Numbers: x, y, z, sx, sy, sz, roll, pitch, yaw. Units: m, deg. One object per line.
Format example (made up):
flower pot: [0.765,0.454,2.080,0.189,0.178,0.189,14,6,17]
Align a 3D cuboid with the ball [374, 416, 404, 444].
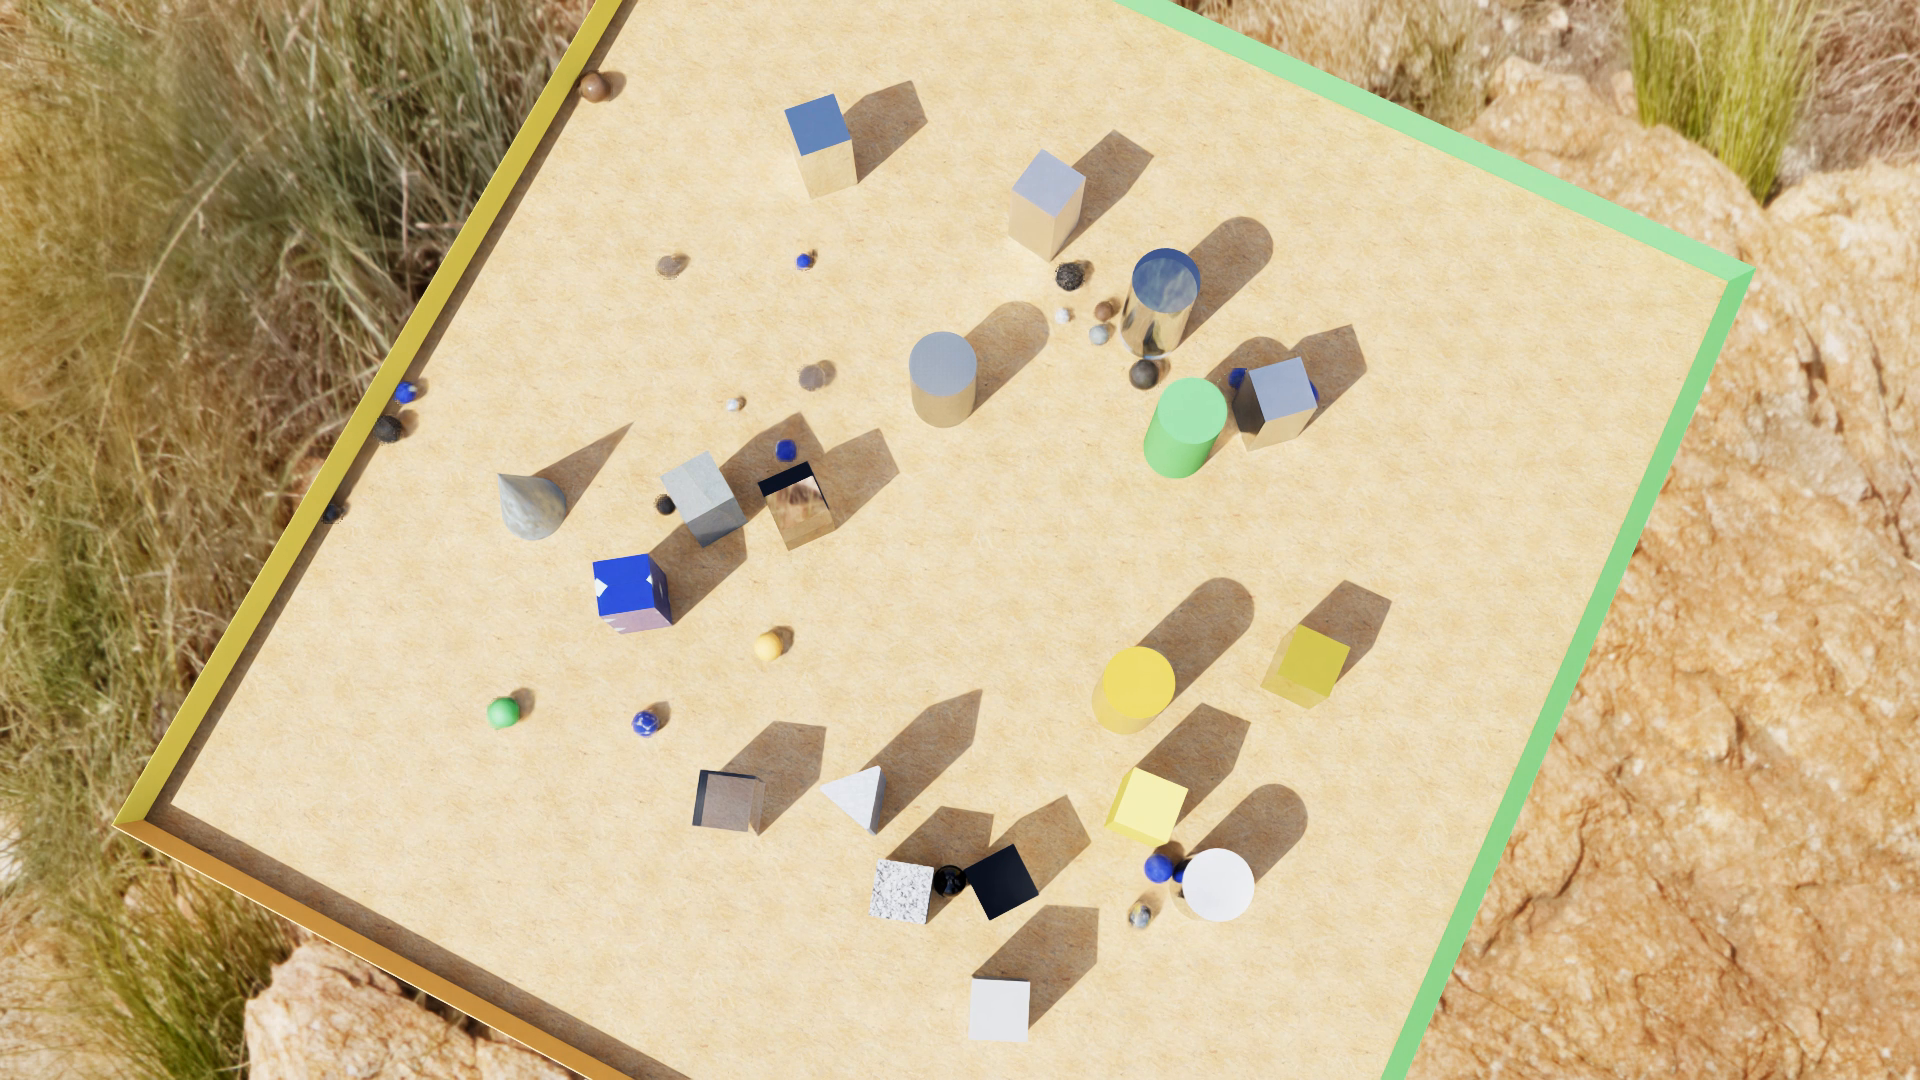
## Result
ball: [-1.757,-0.339,5.643,0.086,0.086,0.086,0,78,0]

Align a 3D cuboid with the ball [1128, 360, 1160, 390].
ball: [0.570,-0.510,5.673,0.097,0.097,0.097,0,78,0]

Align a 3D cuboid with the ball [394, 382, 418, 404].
ball: [-1.717,-0.457,5.676,0.068,0.068,0.068,0,78,0]

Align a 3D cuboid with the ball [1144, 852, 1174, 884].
ball: [0.583,0.961,5.373,0.088,0.088,0.088,0,78,0]

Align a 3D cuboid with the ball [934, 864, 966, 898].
ball: [-0.030,0.999,5.361,0.096,0.096,0.096,0,78,0]

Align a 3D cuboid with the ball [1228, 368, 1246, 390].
ball: [0.863,-0.500,5.688,0.063,0.063,0.063,0,78,0]

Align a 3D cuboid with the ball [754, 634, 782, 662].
ball: [-0.577,0.322,5.507,0.085,0.085,0.085,0,78,0]

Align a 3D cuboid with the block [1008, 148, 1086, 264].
block: [0.263,-1.023,5.635,0.160,0.380,0.160,35,80,7]

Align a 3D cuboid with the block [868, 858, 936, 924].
block: [-0.165,1.013,5.271,0.160,0.266,0.160,9,78,2]

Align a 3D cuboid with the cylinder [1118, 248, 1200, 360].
cylinder: [0.598,-0.707,5.534,0.200,0.449,0.200,0,78,0]

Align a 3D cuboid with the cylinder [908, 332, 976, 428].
cylinder: [-0.050,-0.480,5.537,0.200,0.351,0.200,0,78,0]

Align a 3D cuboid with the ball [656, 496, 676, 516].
ball: [-0.899,-0.106,5.606,0.063,0.063,0.063,0,78,0]

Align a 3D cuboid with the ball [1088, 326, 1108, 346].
ball: [0.432,-0.639,5.717,0.062,0.062,0.062,0,78,0]

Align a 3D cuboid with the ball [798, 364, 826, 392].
ball: [-0.459,-0.501,5.678,0.083,0.083,0.083,0,78,0]

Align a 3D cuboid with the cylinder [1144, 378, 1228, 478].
cylinder: [0.667,-0.329,5.468,0.200,0.424,0.200,0,78,0]

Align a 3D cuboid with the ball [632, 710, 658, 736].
ball: [-0.939,0.547,5.463,0.079,0.079,0.079,0,78,0]

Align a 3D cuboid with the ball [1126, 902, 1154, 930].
ball: [0.525,1.097,5.349,0.078,0.078,0.078,0,78,0]

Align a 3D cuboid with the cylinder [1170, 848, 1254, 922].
cylinder: [0.716,0.990,5.242,0.200,0.332,0.200,0,78,0]

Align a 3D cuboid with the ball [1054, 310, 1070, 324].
ball: [0.321,-0.699,5.738,0.046,0.046,0.046,0,78,0]

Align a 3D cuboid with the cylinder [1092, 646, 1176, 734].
cylinder: [0.495,0.440,5.292,0.200,0.458,0.200,0,78,0]

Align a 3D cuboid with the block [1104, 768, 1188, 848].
block: [0.530,0.773,5.270,0.160,0.365,0.160,22,79,4]

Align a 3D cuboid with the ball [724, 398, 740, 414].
ball: [-0.706,-0.415,5.679,0.046,0.046,0.046,0,78,0]

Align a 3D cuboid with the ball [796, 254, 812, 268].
ball: [-0.492,-0.879,5.775,0.047,0.047,0.047,0,78,0]

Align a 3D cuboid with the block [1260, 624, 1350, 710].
block: [1.011,0.376,5.383,0.160,0.305,0.160,25,79,5]

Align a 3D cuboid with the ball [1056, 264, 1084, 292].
ball: [0.343,-0.823,5.742,0.088,0.088,0.088,0,78,0]

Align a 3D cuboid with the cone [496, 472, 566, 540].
cone: [-1.310,-0.143,5.410,0.200,0.462,0.200,0,78,0]

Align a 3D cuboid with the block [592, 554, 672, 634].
block: [-0.963,0.162,5.410,0.160,0.340,0.160,-9,78,-2]

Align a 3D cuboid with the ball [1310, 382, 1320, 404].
ball: [1.058,-0.441,5.657,0.100,0.100,0.100,0,78,0]

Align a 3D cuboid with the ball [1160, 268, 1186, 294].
ball: [0.669,-0.811,5.742,0.083,0.083,0.083,0,78,0]

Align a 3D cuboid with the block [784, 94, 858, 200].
block: [-0.429,-1.218,5.694,0.160,0.343,0.160,-20,79,-4]

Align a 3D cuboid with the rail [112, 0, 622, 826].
rail: [-1.606,-0.780,5.711,0.045,0.130,3.725,26,80,5]

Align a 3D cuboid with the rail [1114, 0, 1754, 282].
rail: [0.822,-1.603,5.881,3.639,0.130,0.045,26,80,5]

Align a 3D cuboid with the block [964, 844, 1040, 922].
block: [0.117,0.989,5.283,0.160,0.253,0.160,-27,80,-5]

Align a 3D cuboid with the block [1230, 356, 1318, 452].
block: [0.942,-0.404,5.518,0.160,0.358,0.160,-16,79,-3]

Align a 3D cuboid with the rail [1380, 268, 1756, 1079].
rail: [1.606,0.793,5.385,0.045,0.130,3.725,26,80,5]

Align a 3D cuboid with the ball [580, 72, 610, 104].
ball: [-1.167,-1.448,5.867,0.098,0.098,0.098,0,78,0]

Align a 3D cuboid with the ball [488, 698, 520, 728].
ball: [-1.359,0.515,5.463,0.092,0.092,0.092,0,78,0]

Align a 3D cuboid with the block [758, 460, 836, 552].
block: [-0.485,-0.099,5.486,0.160,0.296,0.160,-24,79,-5]

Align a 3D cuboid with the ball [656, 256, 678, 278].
ball: [-0.919,-0.860,5.760,0.068,0.068,0.068,0,78,0]

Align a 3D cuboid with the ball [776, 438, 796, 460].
ball: [-0.536,-0.279,5.640,0.067,0.067,0.067,0,78,0]

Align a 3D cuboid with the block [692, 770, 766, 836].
block: [-0.668,0.765,5.319,0.160,0.274,0.160,7,78,1]

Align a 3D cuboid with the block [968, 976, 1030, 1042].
block: [0.108,1.321,5.174,0.160,0.331,0.160,3,78,1]

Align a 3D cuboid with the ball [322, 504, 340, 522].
ball: [-1.923,-0.082,5.605,0.055,0.055,0.055,0,78,0]

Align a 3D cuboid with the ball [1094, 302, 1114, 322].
ball: [0.449,-0.715,5.733,0.061,0.061,0.061,0,78,0]

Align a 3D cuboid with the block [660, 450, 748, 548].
block: [-0.759,-0.118,5.459,0.160,0.356,0.160,-30,80,-6]

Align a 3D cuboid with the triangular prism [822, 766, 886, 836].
triangular prism: [-0.270,0.723,5.244,0.173,0.437,0.150,40,81,8]

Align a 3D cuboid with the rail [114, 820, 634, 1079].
rail: [-0.822,1.617,5.214,3.639,0.130,0.045,26,80,5]
